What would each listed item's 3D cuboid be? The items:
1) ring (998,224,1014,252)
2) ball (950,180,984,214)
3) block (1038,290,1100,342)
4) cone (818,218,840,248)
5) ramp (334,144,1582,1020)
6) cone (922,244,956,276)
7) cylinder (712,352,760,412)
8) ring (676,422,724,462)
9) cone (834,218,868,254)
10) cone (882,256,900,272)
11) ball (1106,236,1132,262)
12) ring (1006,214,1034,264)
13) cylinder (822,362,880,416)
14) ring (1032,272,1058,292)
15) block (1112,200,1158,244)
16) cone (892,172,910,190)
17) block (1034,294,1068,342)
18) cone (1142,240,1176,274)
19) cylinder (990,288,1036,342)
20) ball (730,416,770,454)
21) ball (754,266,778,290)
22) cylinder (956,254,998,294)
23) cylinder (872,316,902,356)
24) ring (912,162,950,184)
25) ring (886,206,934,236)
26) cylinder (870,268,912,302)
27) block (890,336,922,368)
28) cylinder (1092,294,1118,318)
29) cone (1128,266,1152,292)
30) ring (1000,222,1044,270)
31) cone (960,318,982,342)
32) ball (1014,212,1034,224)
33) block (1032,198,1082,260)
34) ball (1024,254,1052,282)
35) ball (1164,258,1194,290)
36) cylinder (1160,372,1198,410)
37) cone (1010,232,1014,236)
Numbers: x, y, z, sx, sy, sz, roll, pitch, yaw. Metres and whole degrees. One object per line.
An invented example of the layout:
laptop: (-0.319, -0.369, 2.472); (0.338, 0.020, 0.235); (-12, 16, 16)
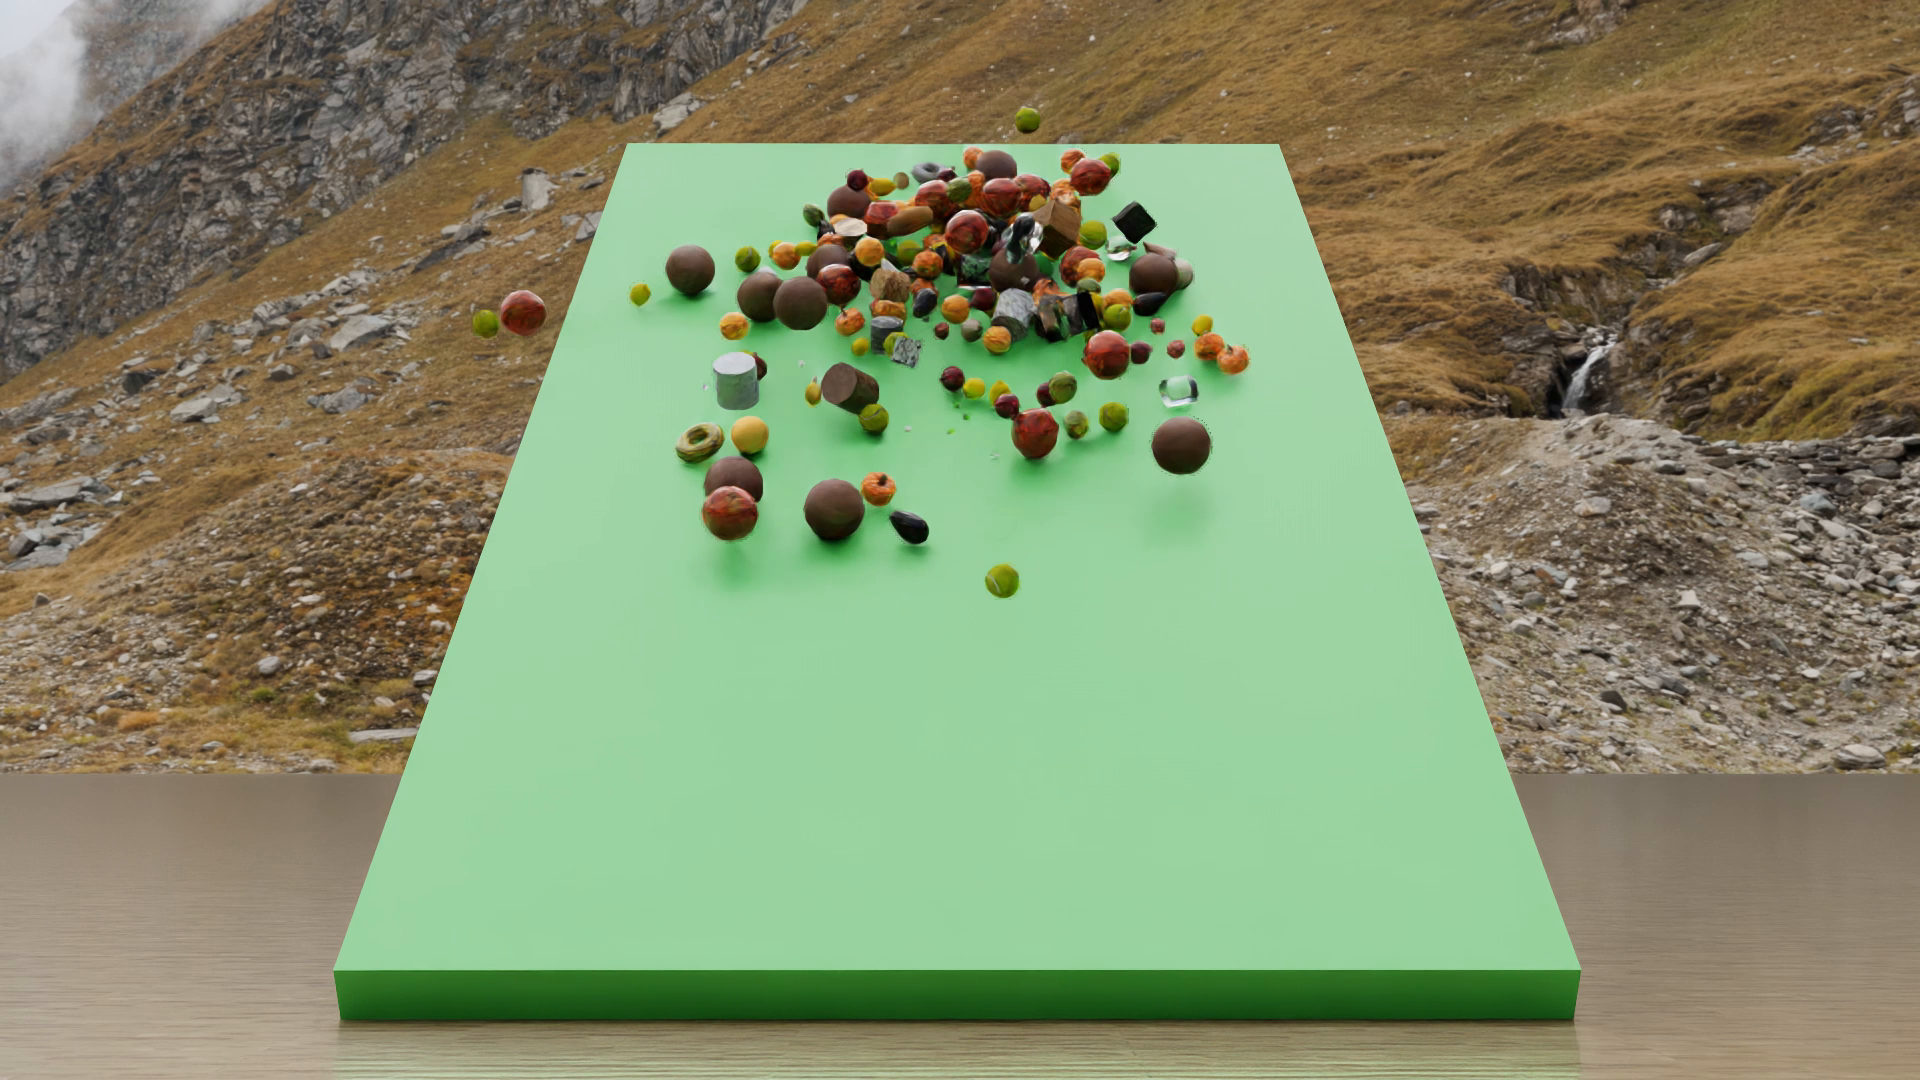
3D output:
ring: (0.156, -0.800, 6.415); (0.112, 0.112, 0.037); (-2, -30, 16)
ball: (0.019, -0.973, 6.796); (0.096, 0.096, 0.096); (0, -5, 0)
block: (0.268, -0.550, 5.897); (0.095, 0.095, 0.095); (-21, 5, -35)
cone: (-0.339, -0.830, 6.516); (0.083, 0.083, 0.083); (8, -5, 6)
ramp: (-0.012, -0.220, 5.616); (2.000, 0.100, 4.000); (0, 28, 0)
cone: (-0.040, -0.714, 6.230); (0.083, 0.083, 0.083); (-43, -5, -4)
cylinder: (-0.485, -0.344, 5.198); (0.093, 0.093, 0.093); (-2, 36, 2)
ring: (-0.591, -0.222, 5.438); (0.117, 0.117, 0.039); (-3, -47, 25)
cone: (-0.293, -0.796, 6.392); (0.090, 0.090, 0.090); (2, -50, -2)
cone: (-0.185, -0.694, 6.149); (0.078, 0.078, 0.078); (-22, 8, 3)
ball: (0.412, -0.758, 6.222); (0.066, 0.066, 0.066); (0, -5, 0)
ring: (0.150, -0.746, 5.938); (0.044, 0.131, 0.131); (19, -3, 7)
cylinder: (-0.256, -0.352, 5.590); (0.099, 0.099, 0.099); (-3, -15, 31)
ring: (0.225, -0.679, 6.294); (0.078, 0.026, 0.078); (36, -3, 2)
block: (0.476, -0.868, 6.539); (0.080, 0.080, 0.080); (-41, 14, 3)
cone: (-0.167, -1.051, 7.018); (0.052, 0.052, 0.052); (-1, 1, 13)
block: (0.239, -0.562, 6.035); (0.079, 0.079, 0.079); (11, -37, 20)
cone: (0.511, -0.762, 6.318); (0.087, 0.087, 0.087); (41, -23, -20)
cylinder: (0.133, -0.566, 6.018); (0.094, 0.094, 0.094); (11, -34, 8)
ball: (-0.479, -0.240, 5.455); (0.087, 0.087, 0.087); (0, -5, 0)
ball: (-0.512, -0.691, 6.315); (0.060, 0.060, 0.060); (0, -5, 0)
cylinder: (0.046, -0.697, 6.262); (0.091, 0.091, 0.091); (11, -4, 8)
cylinder: (-0.181, -0.507, 5.959); (0.077, 0.077, 0.077); (0, 28, 0)
ring: (-0.084, -1.080, 7.050); (0.115, 0.038, 0.115); (4, 31, -3)
ring: (-0.134, -0.858, 6.437); (0.134, 0.045, 0.134); (-21, -7, -3)
cylinder: (-0.173, -0.631, 5.942); (0.075, 0.075, 0.075); (6, -8, -33)
block: (-0.120, -0.421, 5.354); (0.055, 0.055, 0.055); (15, -3, -7)
cylinder: (0.366, -0.600, 6.154); (0.055, 0.055, 0.055); (-19, 6, -33)
cone: (0.470, -0.695, 6.309); (0.063, 0.063, 0.063); (-10, 17, 3)
ring: (0.161, -0.760, 6.190); (0.049, 0.147, 0.147); (41, -17, -12)
cone: (0.038, -0.525, 5.993); (0.058, 0.058, 0.058); (2, 5, -16)
ball: (0.193, -0.856, 6.585); (0.096, 0.096, 0.096); (0, -5, 0)
block: (0.249, -0.821, 6.307); (0.096, 0.096, 0.096); (32, -38, -24)
ball: (0.208, -0.720, 6.352); (0.077, 0.077, 0.077); (0, -5, 0)
ball: (0.577, -0.701, 6.317); (0.081, 0.081, 0.081); (0, -5, 0)
cylinder: (0.520, -0.354, 5.687); (0.068, 0.068, 0.068); (-22, -1, -11)
cone: (0.183, -0.855, 6.654); (0.060, 0.060, 0.060); (38, 1, 10)
